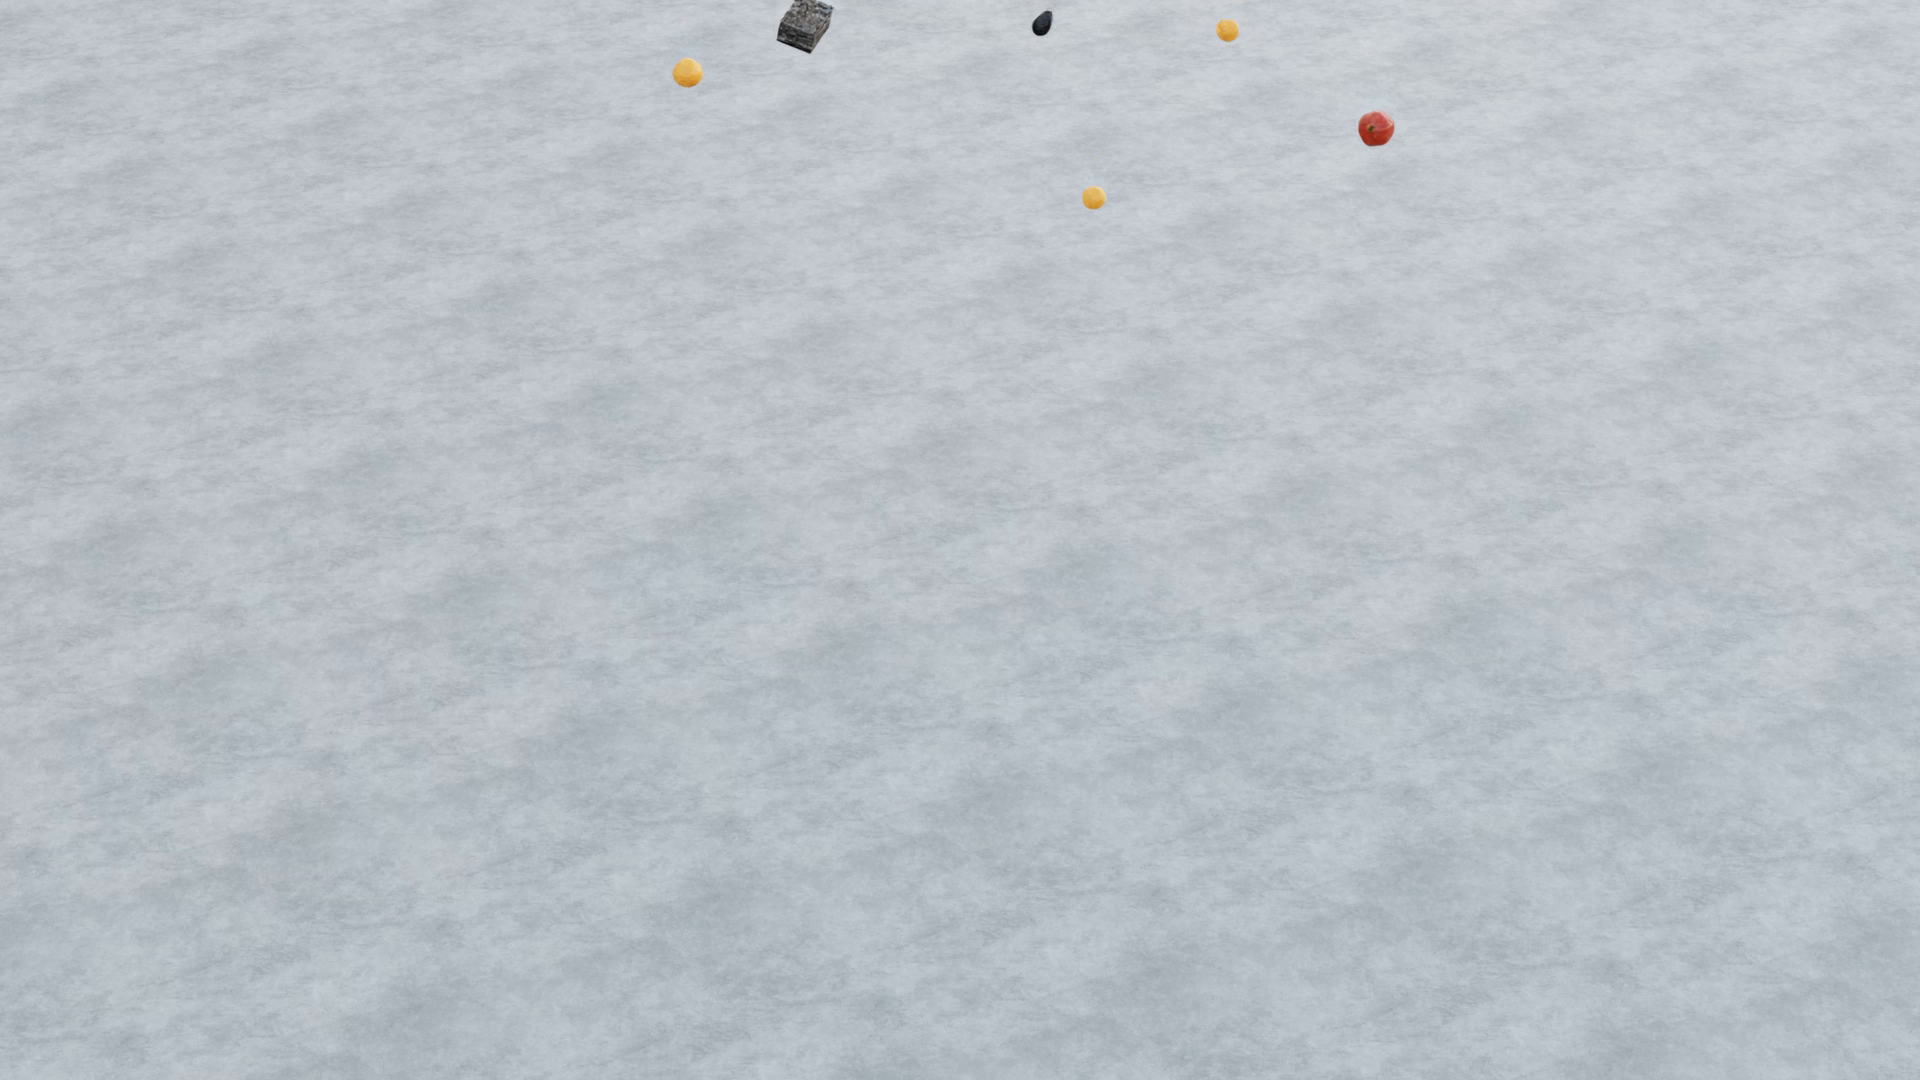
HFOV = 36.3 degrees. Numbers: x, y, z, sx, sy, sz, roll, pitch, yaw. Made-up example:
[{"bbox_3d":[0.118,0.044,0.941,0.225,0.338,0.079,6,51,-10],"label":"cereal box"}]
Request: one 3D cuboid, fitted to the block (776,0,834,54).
[{"bbox_3d":[-0.508,-1.694,9.620,0.122,0.081,0.168,23,49,5],"label":"block"}]
